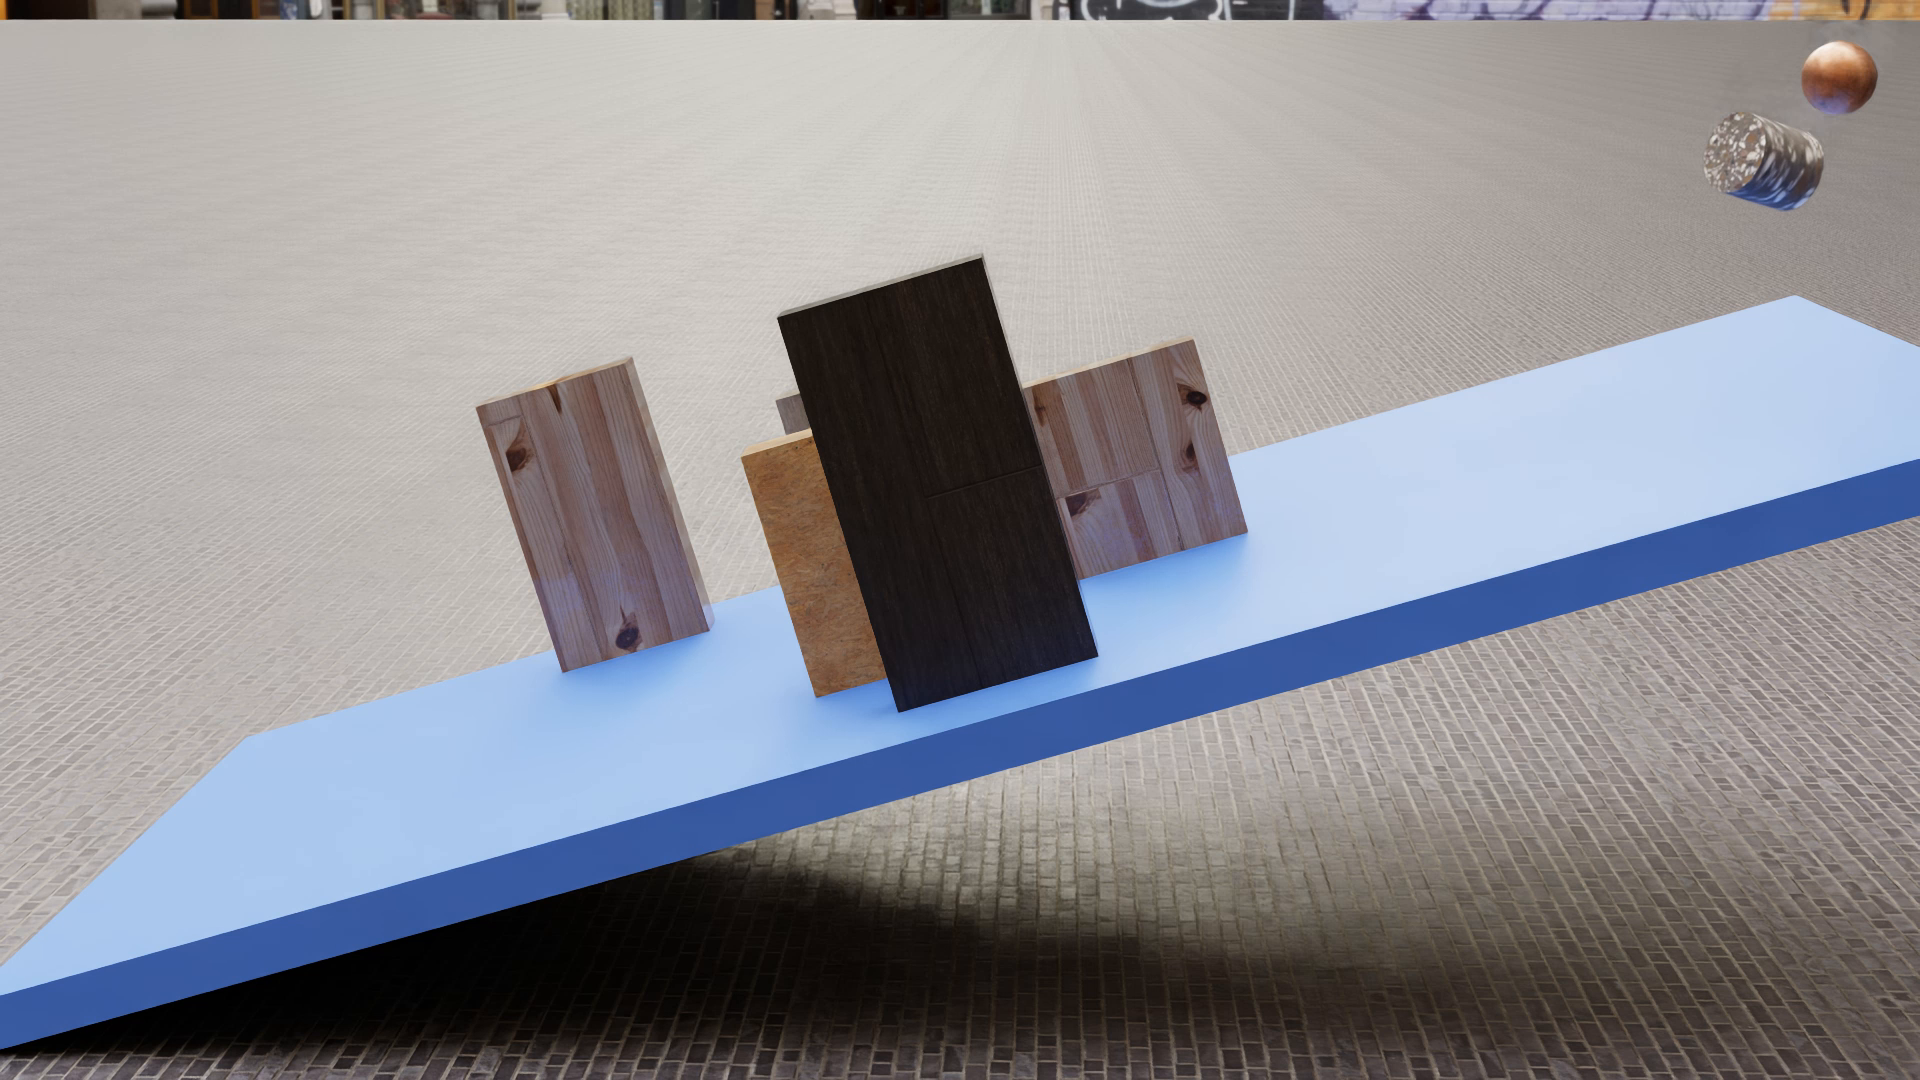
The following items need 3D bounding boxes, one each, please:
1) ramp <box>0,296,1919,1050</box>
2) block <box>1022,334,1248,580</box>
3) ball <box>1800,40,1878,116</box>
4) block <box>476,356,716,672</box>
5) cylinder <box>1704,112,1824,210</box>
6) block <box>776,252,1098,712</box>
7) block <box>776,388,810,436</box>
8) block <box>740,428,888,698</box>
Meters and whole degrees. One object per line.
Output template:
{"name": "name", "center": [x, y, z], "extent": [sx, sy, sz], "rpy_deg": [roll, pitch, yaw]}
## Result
{"name": "ramp", "center": [0.091, 0.187, 6.320], "extent": [4.000, 0.100, 2.000], "rpy_deg": [-16, 10, 5]}
{"name": "block", "center": [0.374, -0.176, 6.298], "extent": [0.380, 0.432, 0.087], "rpy_deg": [-16, 10, 5]}
{"name": "ball", "center": [1.766, -0.928, 5.907], "extent": [0.148, 0.148, 0.148], "rpy_deg": [0, 11, 0]}
{"name": "block", "center": [-0.867, -0.060, 7.026], "extent": [0.370, 0.668, 0.126], "rpy_deg": [-16, 10, 5]}
{"name": "cylinder", "center": [1.584, -0.746, 5.797], "extent": [0.162, 0.162, 0.162], "rpy_deg": [11, 4, -30]}
{"name": "block", "center": [-0.037, -0.106, 5.556], "extent": [0.396, 0.785, 0.107], "rpy_deg": [-16, 10, 5]}
{"name": "block", "center": [-0.202, -0.127, 6.754], "extent": [0.299, 0.510, 0.107], "rpy_deg": [-16, 10, 5]}
{"name": "block", "center": [-0.232, 0.028, 5.940], "extent": [0.270, 0.513, 0.131], "rpy_deg": [-16, 10, 5]}
